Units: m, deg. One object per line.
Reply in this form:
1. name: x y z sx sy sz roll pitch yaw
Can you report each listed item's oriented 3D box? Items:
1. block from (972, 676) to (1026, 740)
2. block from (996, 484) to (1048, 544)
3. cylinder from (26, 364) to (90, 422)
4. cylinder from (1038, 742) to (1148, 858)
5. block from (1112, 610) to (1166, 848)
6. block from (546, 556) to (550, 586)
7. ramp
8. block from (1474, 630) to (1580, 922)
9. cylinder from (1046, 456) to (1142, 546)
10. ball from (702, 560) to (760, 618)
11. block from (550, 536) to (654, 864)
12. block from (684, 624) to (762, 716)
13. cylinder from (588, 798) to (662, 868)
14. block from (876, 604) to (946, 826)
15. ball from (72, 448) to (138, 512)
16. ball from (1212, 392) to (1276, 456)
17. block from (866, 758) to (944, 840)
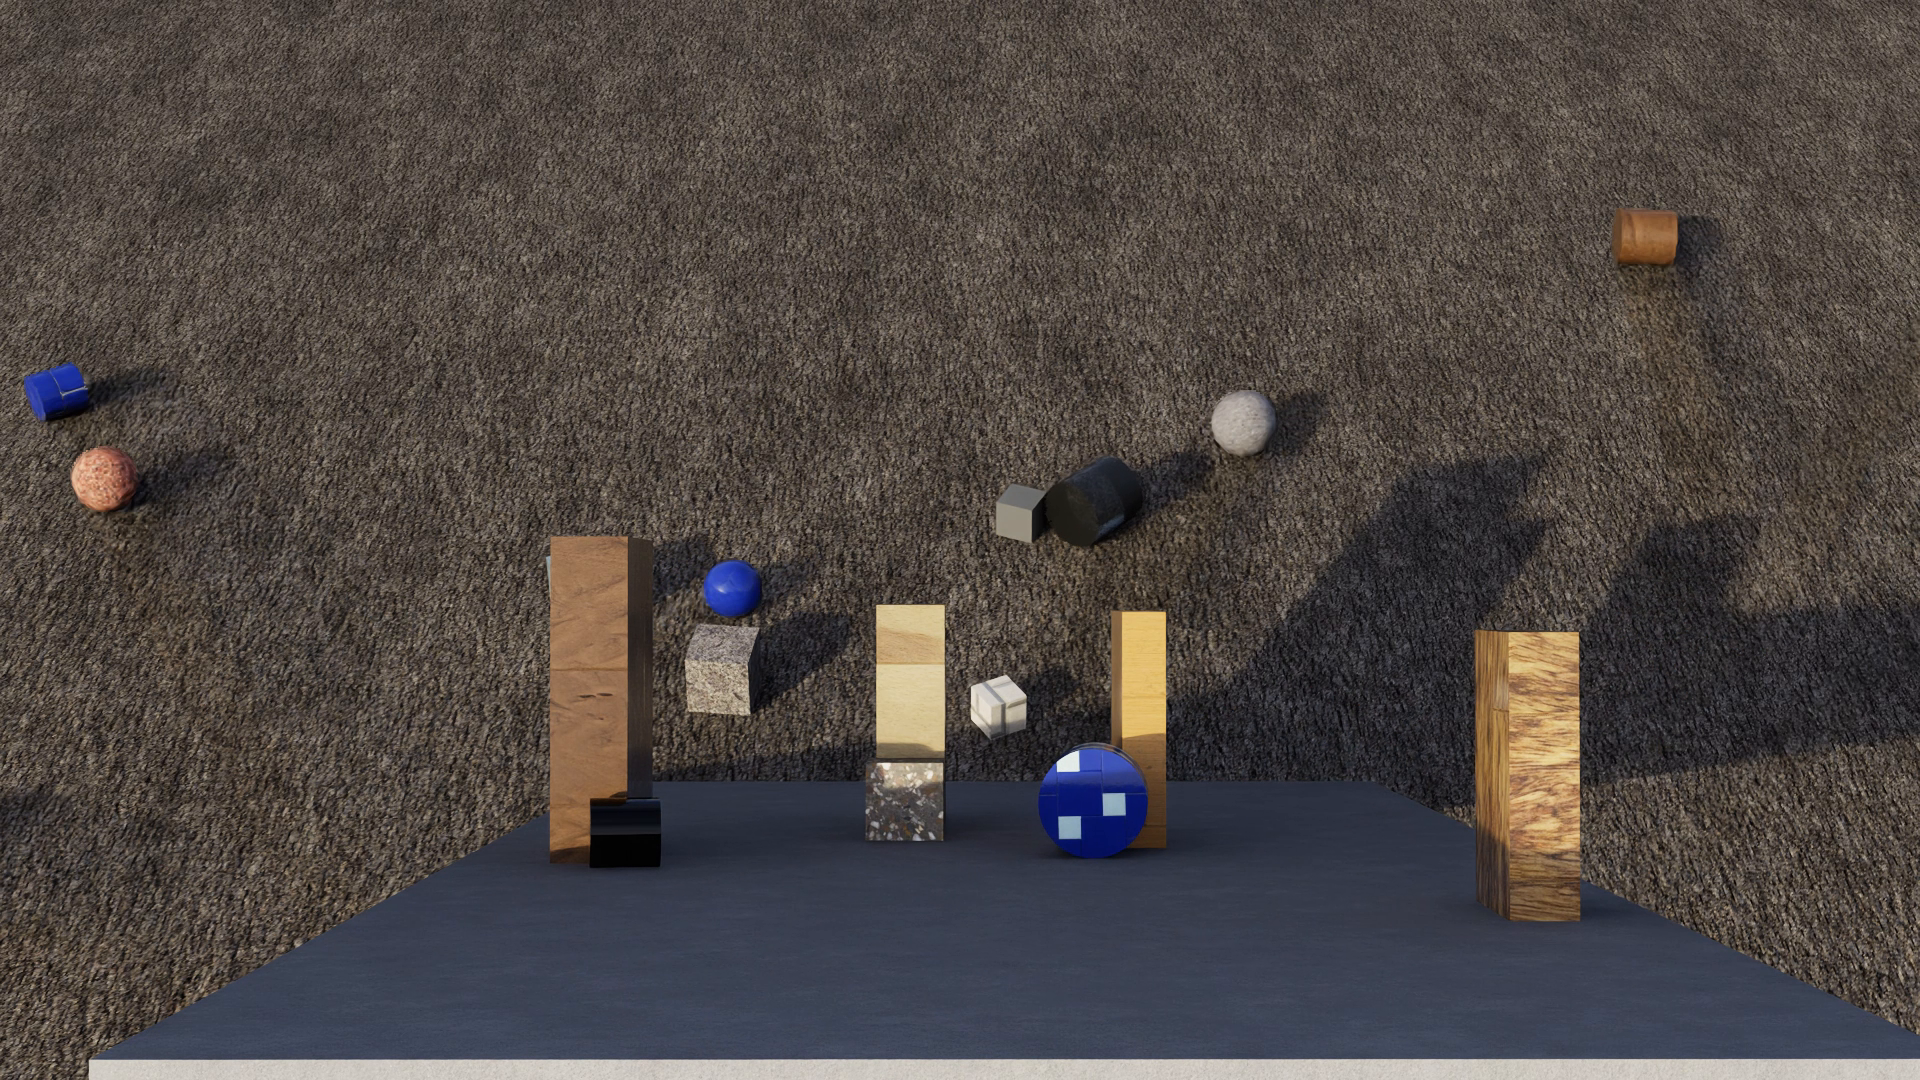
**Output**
1. block: 0.105 0.457 7.072 0.110 0.110 0.110 -17 37 -24
2. block: 0.187 -0.082 7.893 0.117 0.117 0.117 14 36 20
3. cylinder: -2.949 -0.481 8.478 0.149 0.149 0.149 -23 39 -30
4. cylinder: 0.255 0.492 4.923 0.204 0.204 0.204 3 -1 4
5. block: 0.357 0.371 5.204 0.085 0.456 0.362 0 -1 0
6. block: -1.080 0.144 7.496 0.173 0.173 0.173 -14 36 -21
7. ramp: 0.073 0.641 4.756 2.000 0.100 4.000 0 -1 0
8. block: 0.881 0.359 4.039 0.106 0.435 0.258 0 -1 0
9. cylinder: 0.407 -0.117 7.862 0.210 0.210 0.210 27 42 35
10. ball: -0.661 0.142 7.505 0.166 0.166 0.166 0 33 0
11. block: -0.679 0.296 4.938 0.141 0.597 0.392 0 -1 0
12. block: -0.653 0.358 7.166 0.174 0.174 0.174 4 33 6
13. cylinder: -0.605 0.527 4.675 0.125 0.125 0.125 0 33 -9
14. block: -0.102 0.371 5.529 0.140 0.468 0.411 0 -1 0
15. ball: -2.631 -0.185 7.981 0.195 0.195 0.195 0 33 0
16. ball: 0.904 -0.370 8.254 0.207 0.207 0.207 0 33 0
17. block: -0.111 0.523 5.243 0.154 0.154 0.154 0 -1 0
